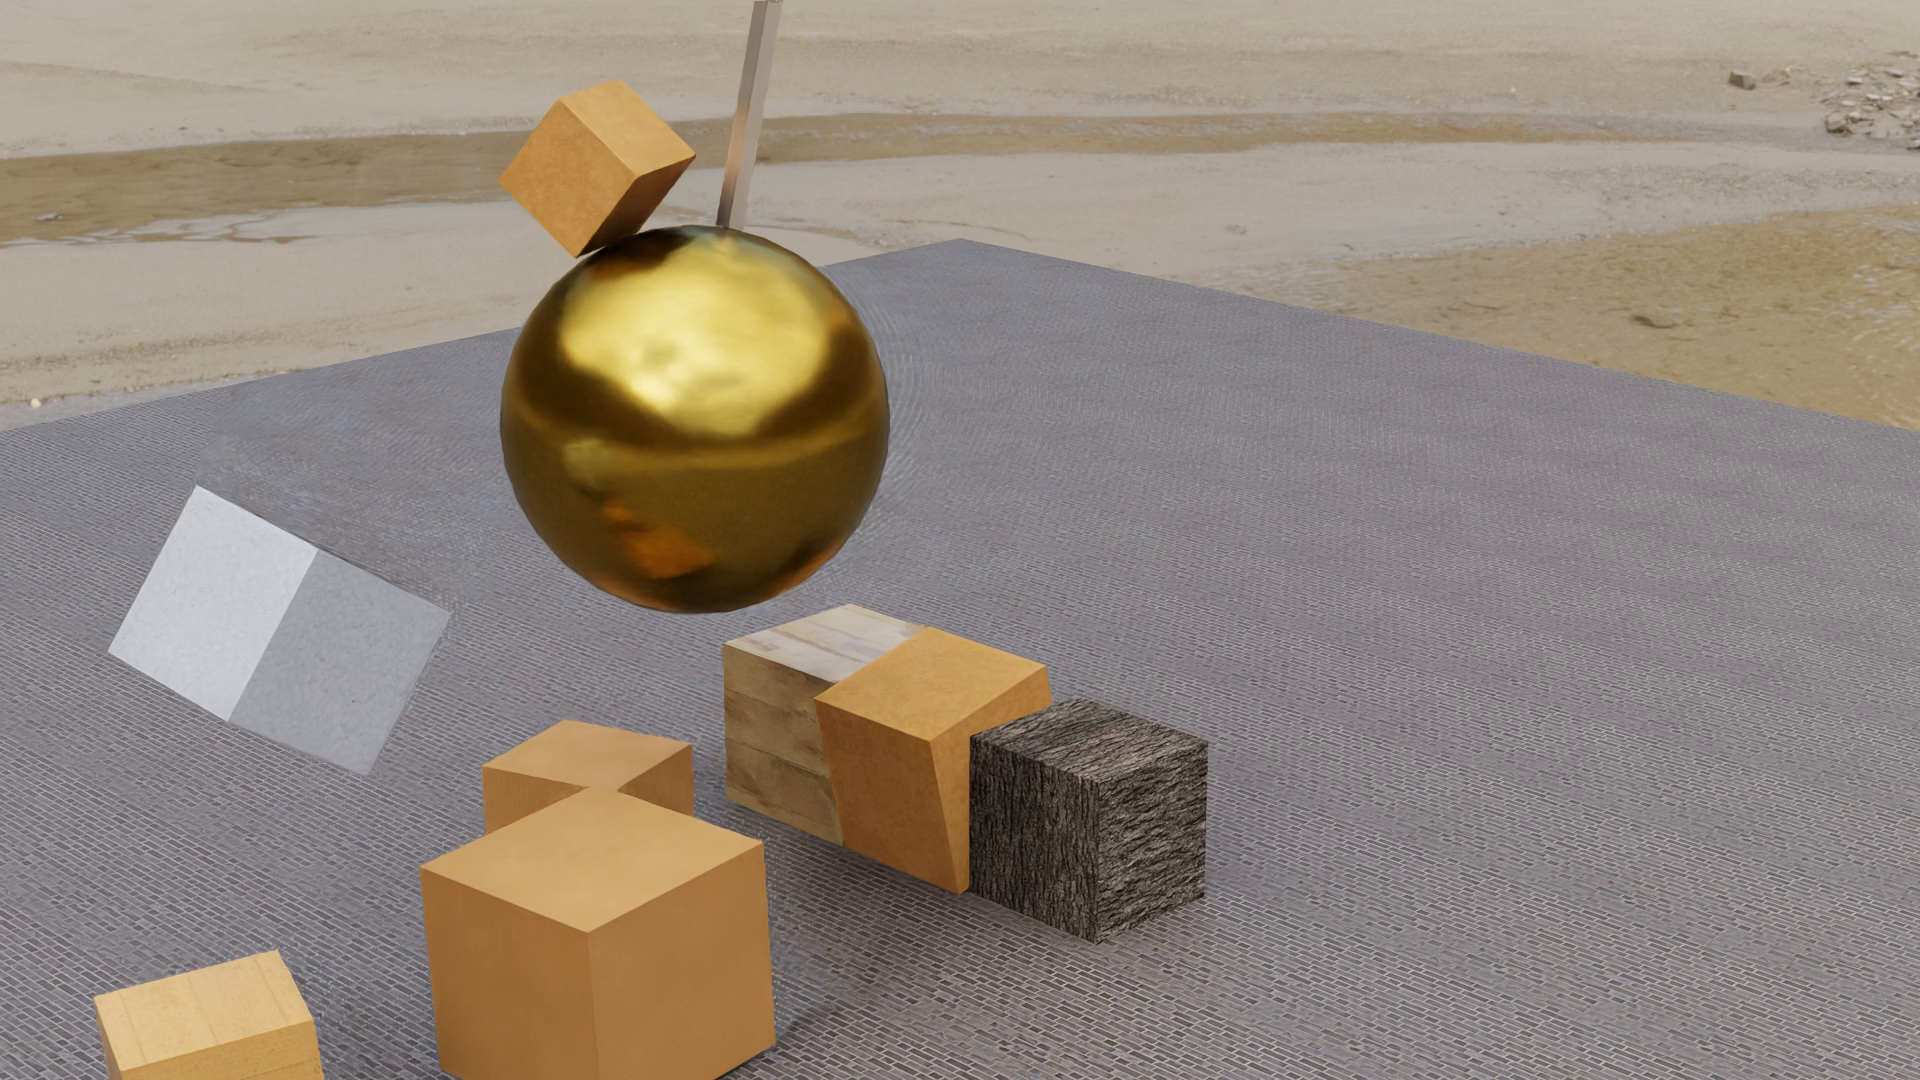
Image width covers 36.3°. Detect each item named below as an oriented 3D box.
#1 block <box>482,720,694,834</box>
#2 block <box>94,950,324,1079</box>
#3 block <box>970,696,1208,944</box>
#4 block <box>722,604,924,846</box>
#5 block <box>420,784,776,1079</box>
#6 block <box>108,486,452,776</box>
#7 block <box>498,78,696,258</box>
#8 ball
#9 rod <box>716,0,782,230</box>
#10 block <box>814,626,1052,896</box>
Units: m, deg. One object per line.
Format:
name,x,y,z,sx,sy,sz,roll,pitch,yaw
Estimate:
block,-1.677,1.258,13.317,0.692,0.611,0.656,8,19,26
block,-2.731,2.007,10.773,0.683,0.651,0.637,-13,21,-21
block,0.572,1.241,13.137,0.712,0.755,0.785,-17,24,-42
block,-0.550,0.879,14.203,0.838,0.807,0.829,-17,24,-42
block,-1.417,1.642,11.556,0.941,0.891,0.945,14,25,37
block,-2.511,0.342,10.862,0.694,0.686,0.782,24,-6,33
block,-1.470,-1.513,11.913,0.450,0.466,0.503,45,29,5
ball,-1.085,-0.492,12.050,1.600,1.600,1.600,0,17,0
rod,-0.470,-3.812,11.651,0.080,5.200,0.080,17,9,42
block,-0.075,1.006,13.538,0.761,0.815,0.754,17,37,43
